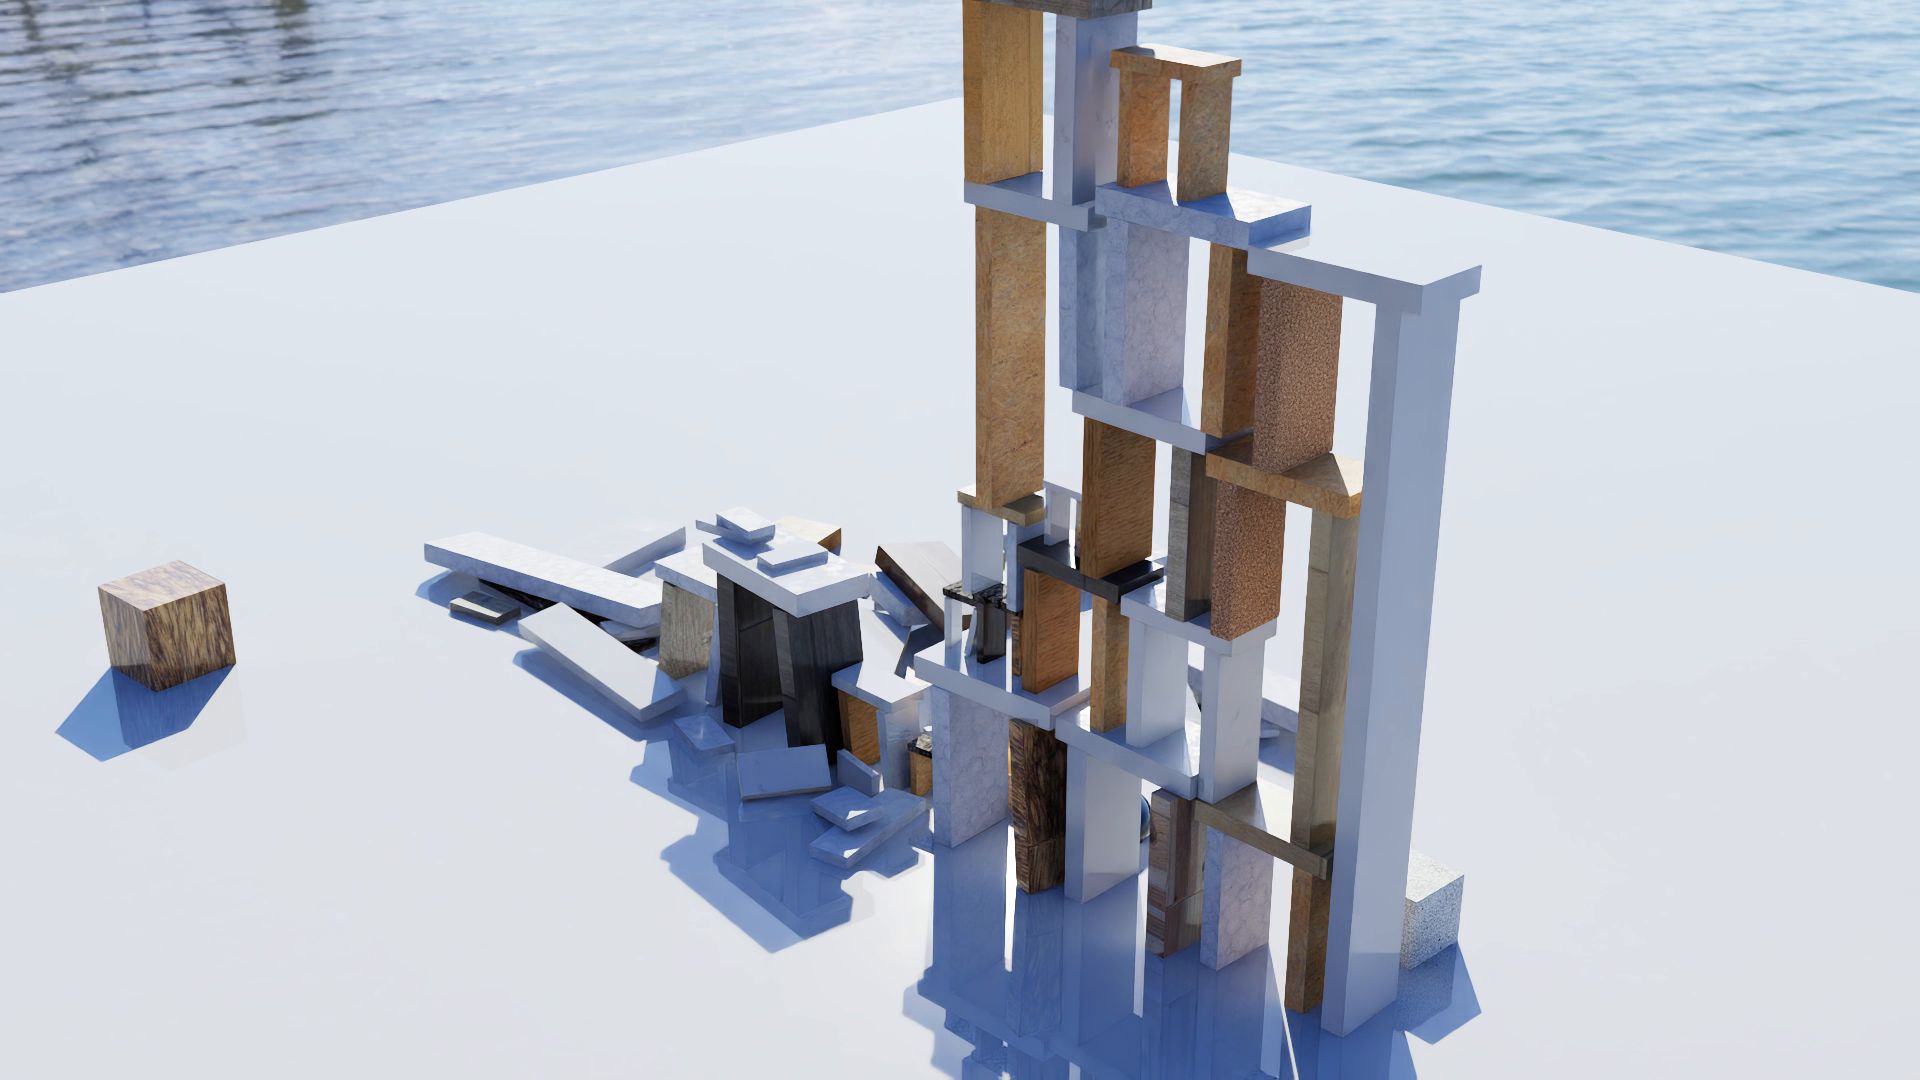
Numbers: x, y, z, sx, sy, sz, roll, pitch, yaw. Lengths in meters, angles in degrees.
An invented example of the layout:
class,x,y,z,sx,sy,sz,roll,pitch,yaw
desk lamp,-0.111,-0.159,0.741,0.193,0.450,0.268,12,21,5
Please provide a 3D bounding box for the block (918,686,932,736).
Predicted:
class,x,y,z,sx,sy,sz,roll,pitch,yaw
block,-0.008,0.348,4.851,0.386,0.026,0.092,-20,62,-39

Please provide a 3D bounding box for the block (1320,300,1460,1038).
class,x,y,z,sx,sy,sz,roll,pitch,yaw
block,0.693,0.227,3.570,0.045,1.293,0.159,21,31,41

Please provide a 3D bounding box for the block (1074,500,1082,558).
class,x,y,z,sx,sy,sz,roll,pitch,yaw
block,0.231,-0.027,3.964,0.015,0.108,0.054,22,32,39

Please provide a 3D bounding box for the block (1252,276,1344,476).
class,x,y,z,sx,sy,sz,roll,pitch,yaw
block,0.540,-0.278,3.513,0.045,0.319,0.159,21,31,40

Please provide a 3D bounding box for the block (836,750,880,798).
class,x,y,z,sx,sy,sz,roll,pitch,yaw
block,-0.210,0.488,4.527,0.019,0.067,0.133,-15,27,-32

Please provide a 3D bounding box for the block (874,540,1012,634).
class,x,y,z,sx,sy,sz,roll,pitch,yaw
block,-0.040,0.110,5.204,0.178,0.050,0.356,-3,29,-31

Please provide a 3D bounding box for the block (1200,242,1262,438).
class,x,y,z,sx,sy,sz,roll,pitch,yaw
block,0.466,-0.340,3.573,0.160,0.319,0.045,-21,32,-40

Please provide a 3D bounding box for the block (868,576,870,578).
class,x,y,z,sx,sy,sz,roll,pitch,yaw
block,-0.259,0.113,5.441,0.050,0.014,0.101,8,24,18

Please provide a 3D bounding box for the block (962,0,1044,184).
class,x,y,z,sx,sy,sz,roll,pitch,yaw
block,0.075,-0.781,3.787,0.044,0.310,0.155,19,30,40

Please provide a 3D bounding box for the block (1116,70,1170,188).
class,x,y,z,sx,sy,sz,roll,pitch,yaw
block,0.301,-0.681,3.603,0.096,0.192,0.027,-21,31,-40

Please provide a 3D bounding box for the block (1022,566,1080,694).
class,x,y,z,sx,sy,sz,roll,pitch,yaw
block,0.171,0.151,4.083,0.035,0.247,0.123,20,30,38

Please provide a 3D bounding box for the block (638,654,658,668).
class,x,y,z,sx,sy,sz,roll,pitch,yaw
block,-0.759,0.305,5.016,0.072,0.020,0.144,17,28,35

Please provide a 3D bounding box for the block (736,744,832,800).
class,x,y,z,sx,sy,sz,roll,pitch,yaw
block,-0.363,0.478,4.531,0.185,0.026,0.092,-5,65,-12

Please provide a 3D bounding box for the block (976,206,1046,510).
class,x,y,z,sx,sy,sz,roll,pitch,yaw
block,0.091,-0.338,3.959,0.040,0.559,0.142,20,30,40

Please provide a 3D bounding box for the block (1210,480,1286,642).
class,x,y,z,sx,sy,sz,roll,pitch,yaw
block,0.486,0.016,3.693,0.040,0.282,0.141,21,31,40

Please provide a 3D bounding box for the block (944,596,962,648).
class,x,y,z,sx,sy,sz,roll,pitch,yaw
block,-0.013,0.152,4.270,0.015,0.104,0.052,9,24,21

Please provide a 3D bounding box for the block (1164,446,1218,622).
class,x,y,z,sx,sy,sz,roll,pitch,yaw
block,0.419,-0.029,3.756,0.042,0.314,0.148,21,31,40

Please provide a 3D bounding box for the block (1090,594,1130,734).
class,x,y,z,sx,sy,sz,roll,pitch,yaw
block,0.293,0.206,3.986,0.123,0.266,0.035,-20,30,-39

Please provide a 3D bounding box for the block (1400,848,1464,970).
class,x,y,z,sx,sy,sz,roll,pitch,yaw
block,0.813,0.667,4.008,0.141,0.141,0.141,-19,30,-38

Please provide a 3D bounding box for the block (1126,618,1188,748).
class,x,y,z,sx,sy,sz,roll,pitch,yaw
block,0.354,0.239,3.934,0.124,0.247,0.035,-21,31,-40

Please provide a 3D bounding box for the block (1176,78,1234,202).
class,x,y,z,sx,sy,sz,roll,pitch,yaw
block,0.391,-0.645,3.520,0.027,0.192,0.096,22,31,40

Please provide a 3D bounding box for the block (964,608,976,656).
class,x,y,z,sx,sy,sz,roll,pitch,yaw
block,0.039,0.170,4.226,0.015,0.104,0.052,32,36,29

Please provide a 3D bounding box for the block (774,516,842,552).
class,x,y,z,sx,sy,sz,roll,pitch,yaw
block,-0.464,0.030,5.628,0.169,0.048,0.338,12,26,26

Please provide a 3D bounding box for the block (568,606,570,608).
class,x,y,z,sx,sy,sz,roll,pitch,yaw
block,-0.936,0.203,5.219,0.080,0.023,0.159,-33,38,-26

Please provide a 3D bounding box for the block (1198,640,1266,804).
class,x,y,z,sx,sy,sz,roll,pitch,yaw
block,0.473,0.305,3.837,0.124,0.294,0.035,-21,31,-40

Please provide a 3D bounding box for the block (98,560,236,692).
class,x,y,z,sx,sy,sz,roll,pitch,yaw
block,-1.817,0.195,5.043,0.203,0.203,0.203,19,30,38

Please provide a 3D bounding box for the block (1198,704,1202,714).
class,x,y,z,sx,sy,sz,roll,pitch,yaw
block,0.546,0.383,4.834,0.133,0.019,0.067,-3,23,-6

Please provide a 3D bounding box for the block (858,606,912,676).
class,x,y,z,sx,sy,sz,roll,pitch,yaw
block,-0.228,0.264,5.005,0.178,0.050,0.415,15,22,2

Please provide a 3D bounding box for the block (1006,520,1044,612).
class,x,y,z,sx,sy,sz,roll,pitch,yaw
block,0.126,0.038,4.073,0.087,0.175,0.025,-20,30,-40

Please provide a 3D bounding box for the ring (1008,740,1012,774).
class,x,y,z,sx,sy,sz,roll,pitch,yaw
ring,0.196,0.465,4.566,0.235,0.078,0.235,1,22,-1

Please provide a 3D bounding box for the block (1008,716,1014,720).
class,x,y,z,sx,sy,sz,roll,pitch,yaw
block,0.168,0.357,4.748,0.110,0.031,0.309,13,7,29

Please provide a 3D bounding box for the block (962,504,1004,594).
class,x,y,z,sx,sy,sz,roll,pitch,yaw
block,0.042,0.007,4.149,0.025,0.175,0.087,20,30,41

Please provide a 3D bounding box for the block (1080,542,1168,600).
class,x,y,z,sx,sy,sz,roll,pitch,yaw
block,0.366,0.067,5.544,0.327,0.046,0.163,-16,28,-33

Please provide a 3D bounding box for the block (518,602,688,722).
class,x,y,z,sx,sy,sz,roll,pitch,yaw
block,-0.820,0.273,5.009,0.120,0.034,0.541,-25,34,-32

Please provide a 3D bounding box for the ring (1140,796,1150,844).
class,x,y,z,sx,sy,sz,roll,pitch,yaw
ring,0.273,0.549,4.373,0.225,0.075,0.225,1,23,0

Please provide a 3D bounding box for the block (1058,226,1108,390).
class,x,y,z,sx,sy,sz,roll,pitch,yaw
block,0.233,-0.413,3.786,0.040,0.284,0.142,19,30,41

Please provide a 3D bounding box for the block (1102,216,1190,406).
class,x,y,z,sx,sy,sz,roll,pitch,yaw
block,0.315,-0.400,3.711,0.160,0.319,0.045,-21,31,-40

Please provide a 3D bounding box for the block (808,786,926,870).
class,x,y,z,sx,sy,sz,roll,pitch,yaw
block,-0.183,0.571,4.381,0.092,0.026,0.274,14,27,30

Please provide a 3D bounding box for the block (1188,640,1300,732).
class,x,y,z,sx,sy,sz,roll,pitch,yaw
block,0.588,0.301,4.914,0.163,0.046,0.595,-8,23,-44

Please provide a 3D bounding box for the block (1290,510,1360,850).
class,x,y,z,sx,sy,sz,roll,pitch,yaw
block,0.622,0.217,3.639,0.141,0.610,0.040,-21,31,-40

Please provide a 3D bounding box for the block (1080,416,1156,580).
class,x,y,z,sx,sy,sz,roll,pitch,yaw
block,0.280,-0.092,3.880,0.042,0.295,0.148,22,31,40

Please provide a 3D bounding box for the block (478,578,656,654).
class,x,y,z,sx,sy,sz,roll,pitch,yaw
block,-0.961,0.166,5.340,0.613,0.023,0.080,21,31,40

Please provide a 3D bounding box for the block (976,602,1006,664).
class,x,y,z,sx,sy,sz,roll,pitch,yaw
block,0.061,0.168,4.201,0.063,0.127,0.018,-21,30,-40

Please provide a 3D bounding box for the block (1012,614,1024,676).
class,x,y,z,sx,sy,sz,roll,pitch,yaw
block,0.124,0.188,4.152,0.018,0.127,0.063,18,29,37

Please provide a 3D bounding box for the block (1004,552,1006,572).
class,x,y,z,sx,sy,sz,roll,pitch,yaw
block,0.062,0.042,5.566,0.021,0.075,0.149,-15,27,-31

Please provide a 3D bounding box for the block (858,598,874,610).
class,x,y,z,sx,sy,sz,roll,pitch,yaw
block,-0.240,0.218,5.200,0.069,0.020,0.340,12,22,-7

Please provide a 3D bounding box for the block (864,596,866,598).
class,x,y,z,sx,sy,sz,roll,pitch,yaw
block,-0.279,0.149,5.392,0.050,0.014,0.154,11,25,23

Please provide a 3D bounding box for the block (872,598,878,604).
class,x,y,z,sx,sy,sz,roll,pitch,yaw
block,-0.130,0.129,5.425,0.172,0.024,0.086,-1,23,-2

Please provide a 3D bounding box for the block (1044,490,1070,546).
class,x,y,z,sx,sy,sz,roll,pitch,yaw
block,0.178,-0.048,4.010,0.015,0.108,0.054,22,31,39

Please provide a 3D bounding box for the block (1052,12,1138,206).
class,x,y,z,sx,sy,sz,roll,pitch,yaw
block,0.224,-0.724,3.654,0.044,0.310,0.155,21,31,40

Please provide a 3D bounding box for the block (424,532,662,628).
class,x,y,z,sx,sy,sz,roll,pitch,yaw
block,-0.997,0.091,5.392,0.749,0.048,0.169,14,18,34
